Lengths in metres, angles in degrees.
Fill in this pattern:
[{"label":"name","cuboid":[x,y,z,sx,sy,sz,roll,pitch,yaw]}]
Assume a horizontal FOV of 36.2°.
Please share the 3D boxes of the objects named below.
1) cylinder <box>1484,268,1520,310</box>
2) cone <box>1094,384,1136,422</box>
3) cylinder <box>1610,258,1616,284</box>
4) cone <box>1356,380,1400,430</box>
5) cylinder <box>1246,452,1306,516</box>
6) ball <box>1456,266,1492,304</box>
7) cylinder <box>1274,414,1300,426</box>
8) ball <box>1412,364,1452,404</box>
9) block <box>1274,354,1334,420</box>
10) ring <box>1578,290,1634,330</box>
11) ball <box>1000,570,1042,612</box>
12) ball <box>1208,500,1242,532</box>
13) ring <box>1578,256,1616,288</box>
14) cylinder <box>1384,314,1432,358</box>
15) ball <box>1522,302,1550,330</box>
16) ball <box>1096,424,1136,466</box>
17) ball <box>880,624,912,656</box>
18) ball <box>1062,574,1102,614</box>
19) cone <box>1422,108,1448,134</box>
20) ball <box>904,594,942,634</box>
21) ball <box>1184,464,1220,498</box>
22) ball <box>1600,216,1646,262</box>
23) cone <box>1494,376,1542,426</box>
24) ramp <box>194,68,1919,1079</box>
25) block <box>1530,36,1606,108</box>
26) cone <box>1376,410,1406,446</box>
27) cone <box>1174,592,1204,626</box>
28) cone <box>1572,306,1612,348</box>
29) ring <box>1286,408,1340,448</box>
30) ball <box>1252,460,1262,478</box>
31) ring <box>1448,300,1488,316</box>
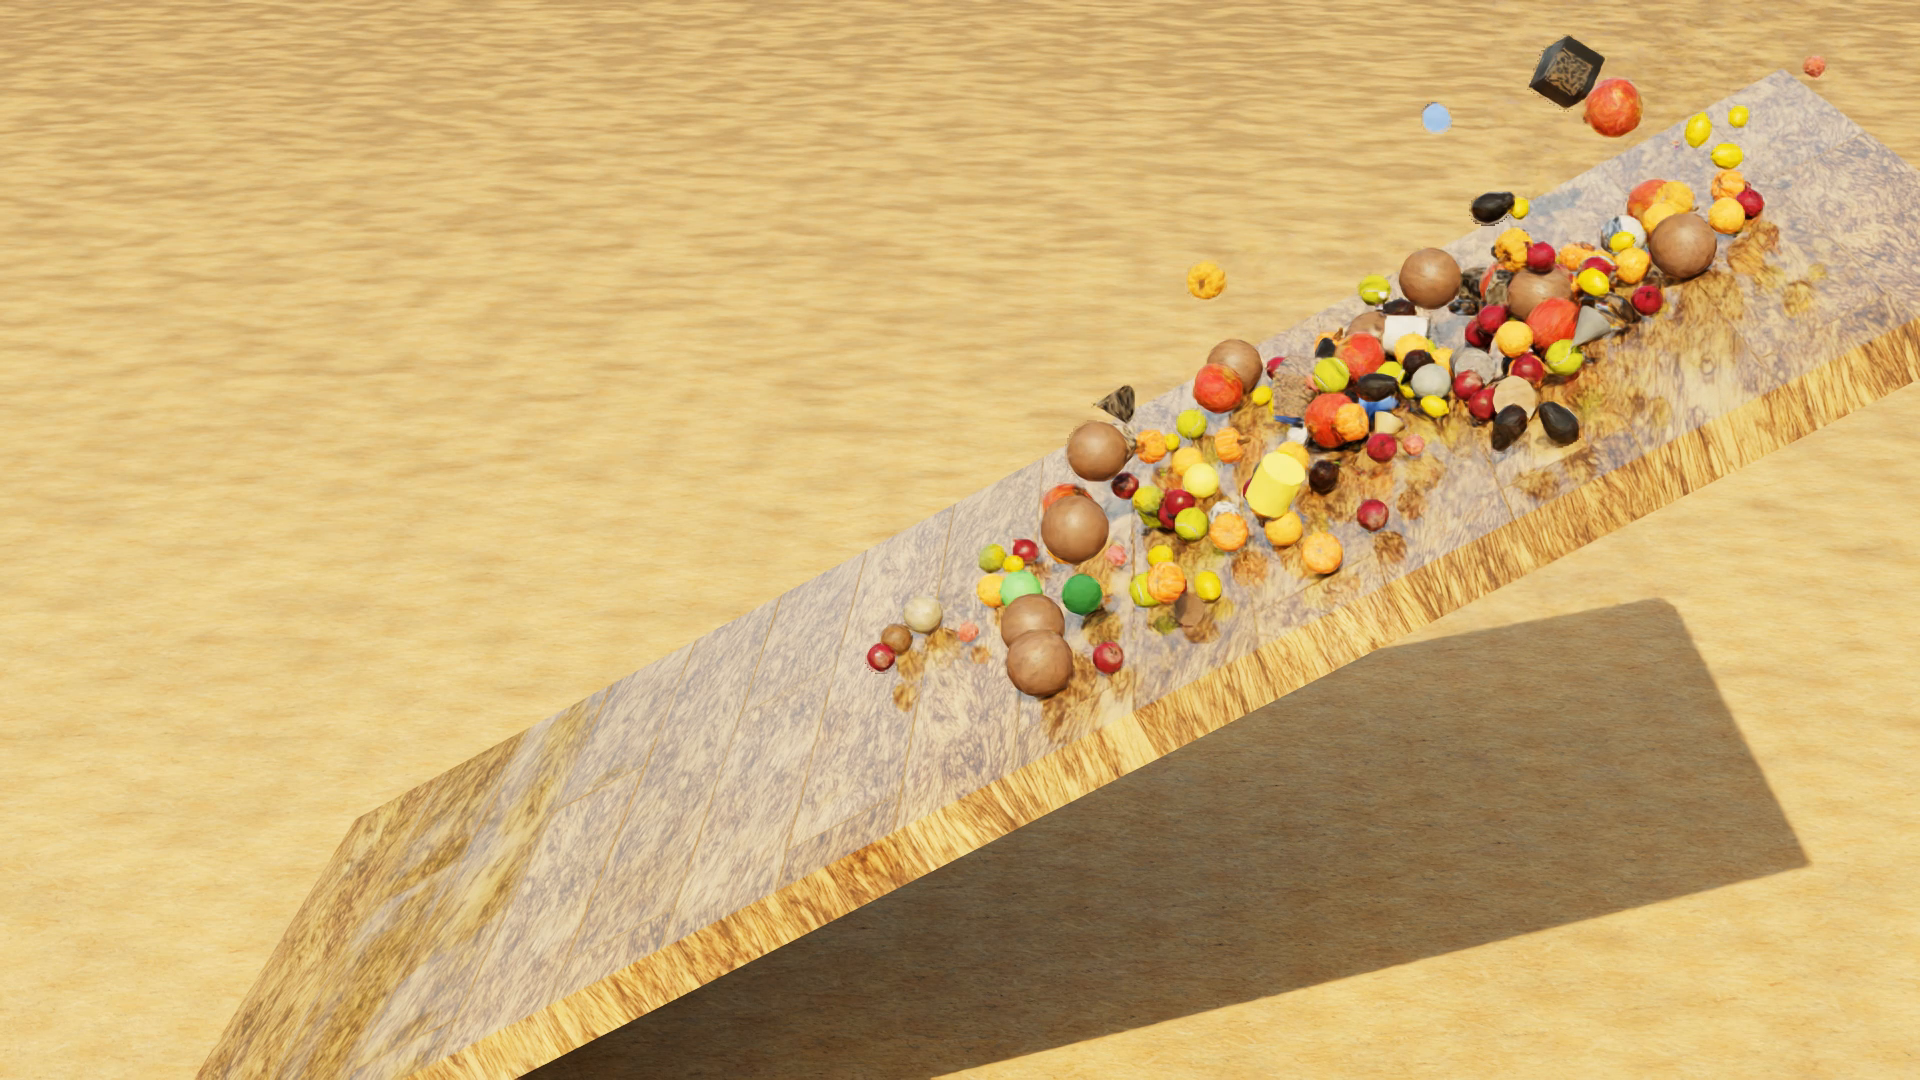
[{"label":"cylinder","cuboid":[1.109,-0.513,6.014,0.059,0.059,0.059,8,47,22]},{"label":"cone","cuboid":[0.337,-0.306,6.613,0.086,0.086,0.086,1,16,31]},{"label":"cylinder","cuboid":[1.294,-0.539,5.938,0.053,0.053,0.053,-13,16,11]},{"label":"cone","cuboid":[0.840,-0.263,6.052,0.096,0.096,0.096,33,1,-1]},{"label":"cylinder","cuboid":[0.598,-0.105,5.581,0.087,0.087,0.087,13,42,-12]},{"label":"ball","cuboid":[1.119,-0.547,6.363,0.089,0.089,0.089,0,18,0]},{"label":"cylinder","cuboid":[0.708,-0.275,6.261,0.060,0.060,0.060,15,24,33]},{"label":"ball","cuboid":[0.942,-0.312,5.873,0.080,0.080,0.080,0,18,0]},{"label":"block","cuboid":[0.718,-0.319,6.152,0.098,0.098,0.098,9,29,24]},{"label":"ring","cuboid":[1.248,-0.444,5.677,0.109,0.036,0.109,19,-22,8]},{"label":"ball","cuboid":[0.127,0.108,6.132,0.089,0.089,0.089,0,18,0]},{"label":"ball","cuboid":[0.531,-0.047,5.895,0.065,0.065,0.065,0,18,0]},{"label":"ring","cuboid":[1.276,-0.538,5.895,0.077,0.026,0.077,-11,53,15]},{"label":"cylinder","cuboid":[0.940,-0.428,6.181,0.087,0.087,0.087,5,19,16]},{"label":"ball","cuboid":[1.178,-0.458,6.013,0.056,0.056,0.056,0,18,0]},{"label":"ball","cuboid":[0.343,-0.210,6.480,0.091,0.091,0.091,0,18,0]},{"label":"ball","cuboid":[-0.138,0.214,6.341,0.070,0.070,0.070,0,18,0]},{"label":"ball","cuboid":[0.245,0.109,5.905,0.082,0.082,0.082,0,18,0]},{"label":"cone","cuboid":[0.989,-0.879,6.081,0.057,0.057,0.057,8,32,22]},{"label":"ball","cuboid":[-0.080,0.161,6.371,0.086,0.086,0.086,0,18,0]},{"label":"ball","cuboid":[0.507,-0.124,6.185,0.075,0.075,0.075,0,18,0]},{"label":"ball","cuboid":[1.377,-0.627,6.108,0.095,0.095,0.095,0,18,0]},{"label":"cone","cuboid":[1.080,-0.268,5.585,0.095,0.095,0.095,17,19,42]},{"label":"ramp","cuboid":[0.142,0.167,6.283,4.000,0.100,2.000,-28,15,11]},{"label":"block","cuboid":[1.310,-1.009,6.347,0.099,0.099,0.099,29,-16,-12]},{"label":"cone","cuboid":[0.848,-0.214,5.897,0.067,0.067,0.067,27,-11,6]},{"label":"cone","cuboid":[0.445,0.130,5.542,0.064,0.064,0.064,11,6,29]},{"label":"cone","cuboid":[1.177,-0.388,5.550,0.075,0.075,0.075,-46,34,-12]},{"label":"ring","cuboid":[0.740,-0.235,6.166,0.121,0.040,0.121,-29,15,9]},{"label":"ball","cuboid":[0.610,-0.121,5.733,0.082,0.082,0.082,0,18,0]},{"label":"ring","cuboid":[1.090,-0.498,6.309,0.088,0.029,0.088,4,1,0]}]
